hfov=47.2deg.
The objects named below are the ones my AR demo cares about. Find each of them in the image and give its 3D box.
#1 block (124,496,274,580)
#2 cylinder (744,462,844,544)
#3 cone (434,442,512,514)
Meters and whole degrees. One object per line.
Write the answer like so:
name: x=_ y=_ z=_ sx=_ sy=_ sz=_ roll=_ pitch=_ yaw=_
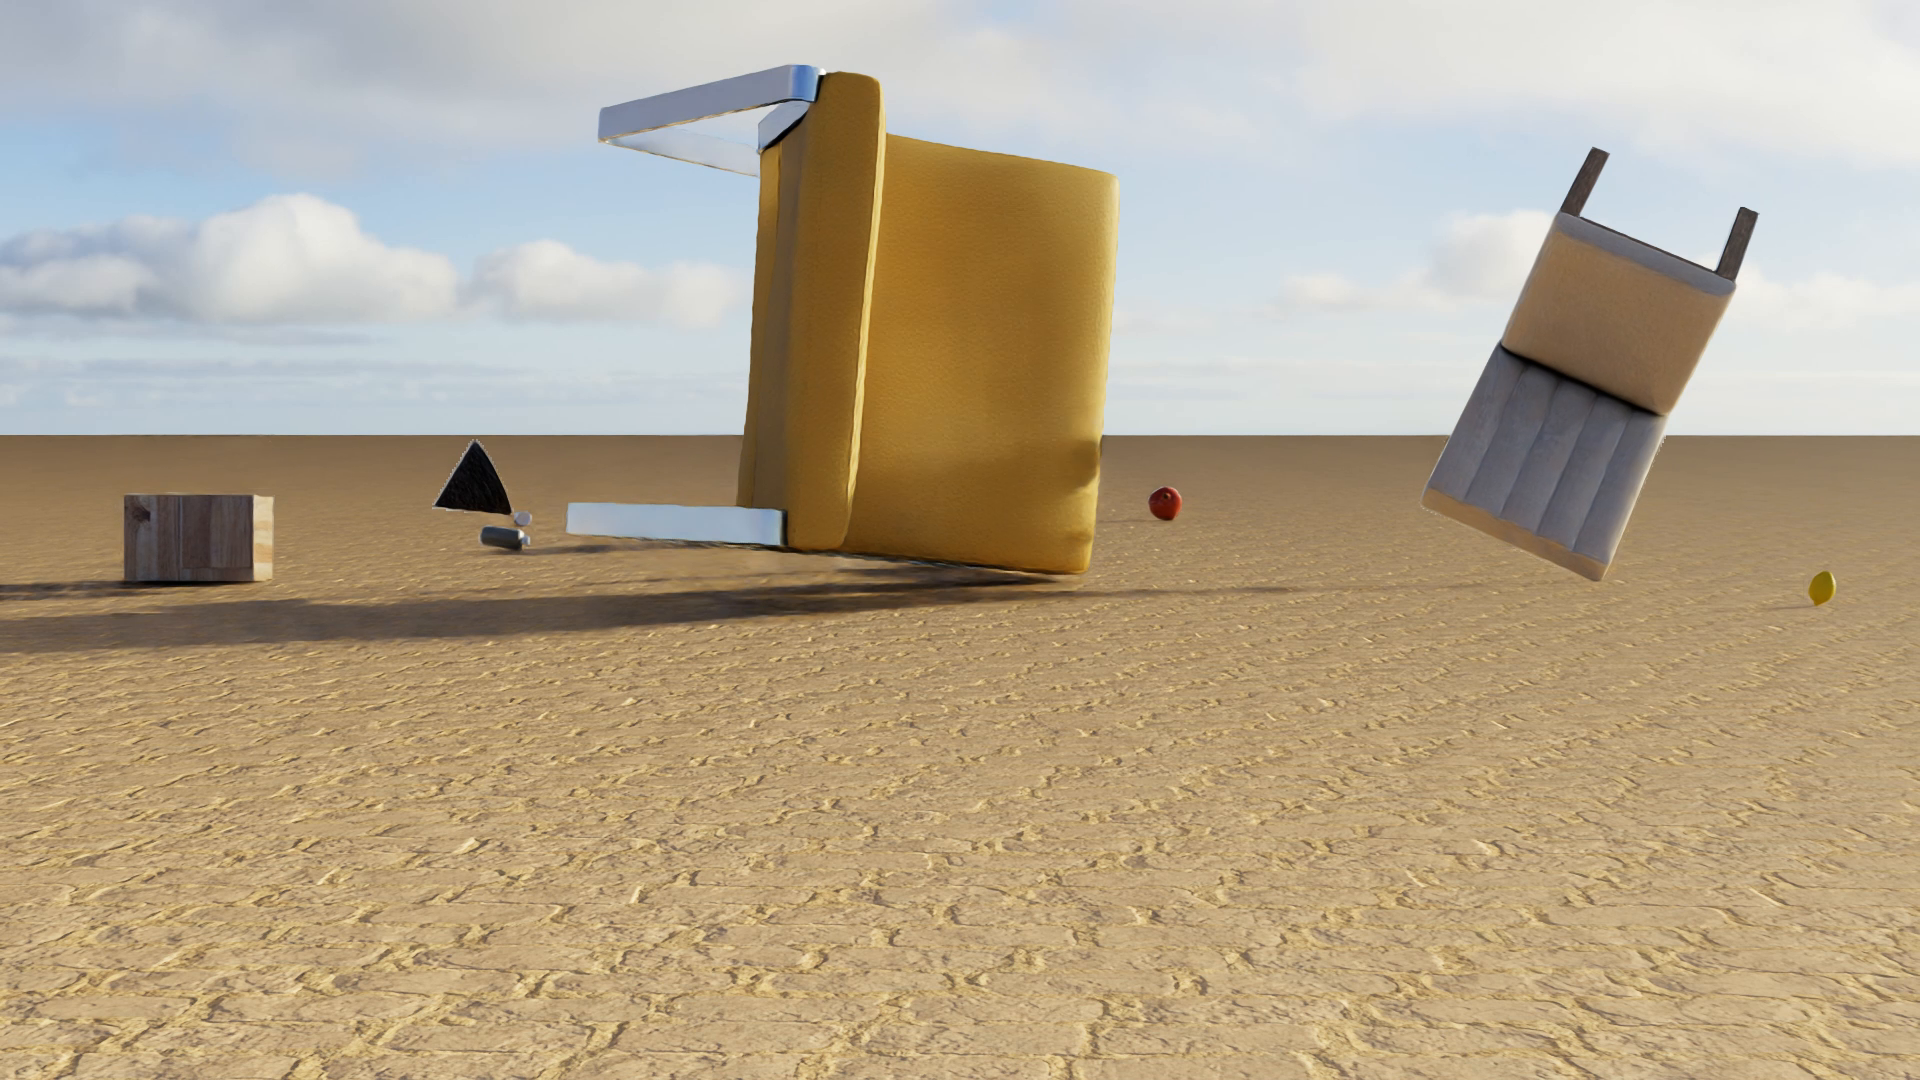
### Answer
block: x=-1.770 y=-0.004 z=5.119 sx=0.298 sy=0.195 sz=0.141 roll=0 pitch=0 yaw=1
cylinder: x=-0.484 y=-0.109 z=6.426 sx=0.131 sy=0.250 sz=0.279 roll=31 pitch=19 yaw=28
cone: x=-1.155 y=-0.111 z=5.113 sx=0.149 sy=0.190 sz=0.170 roll=-28 pitch=19 yaw=-20
